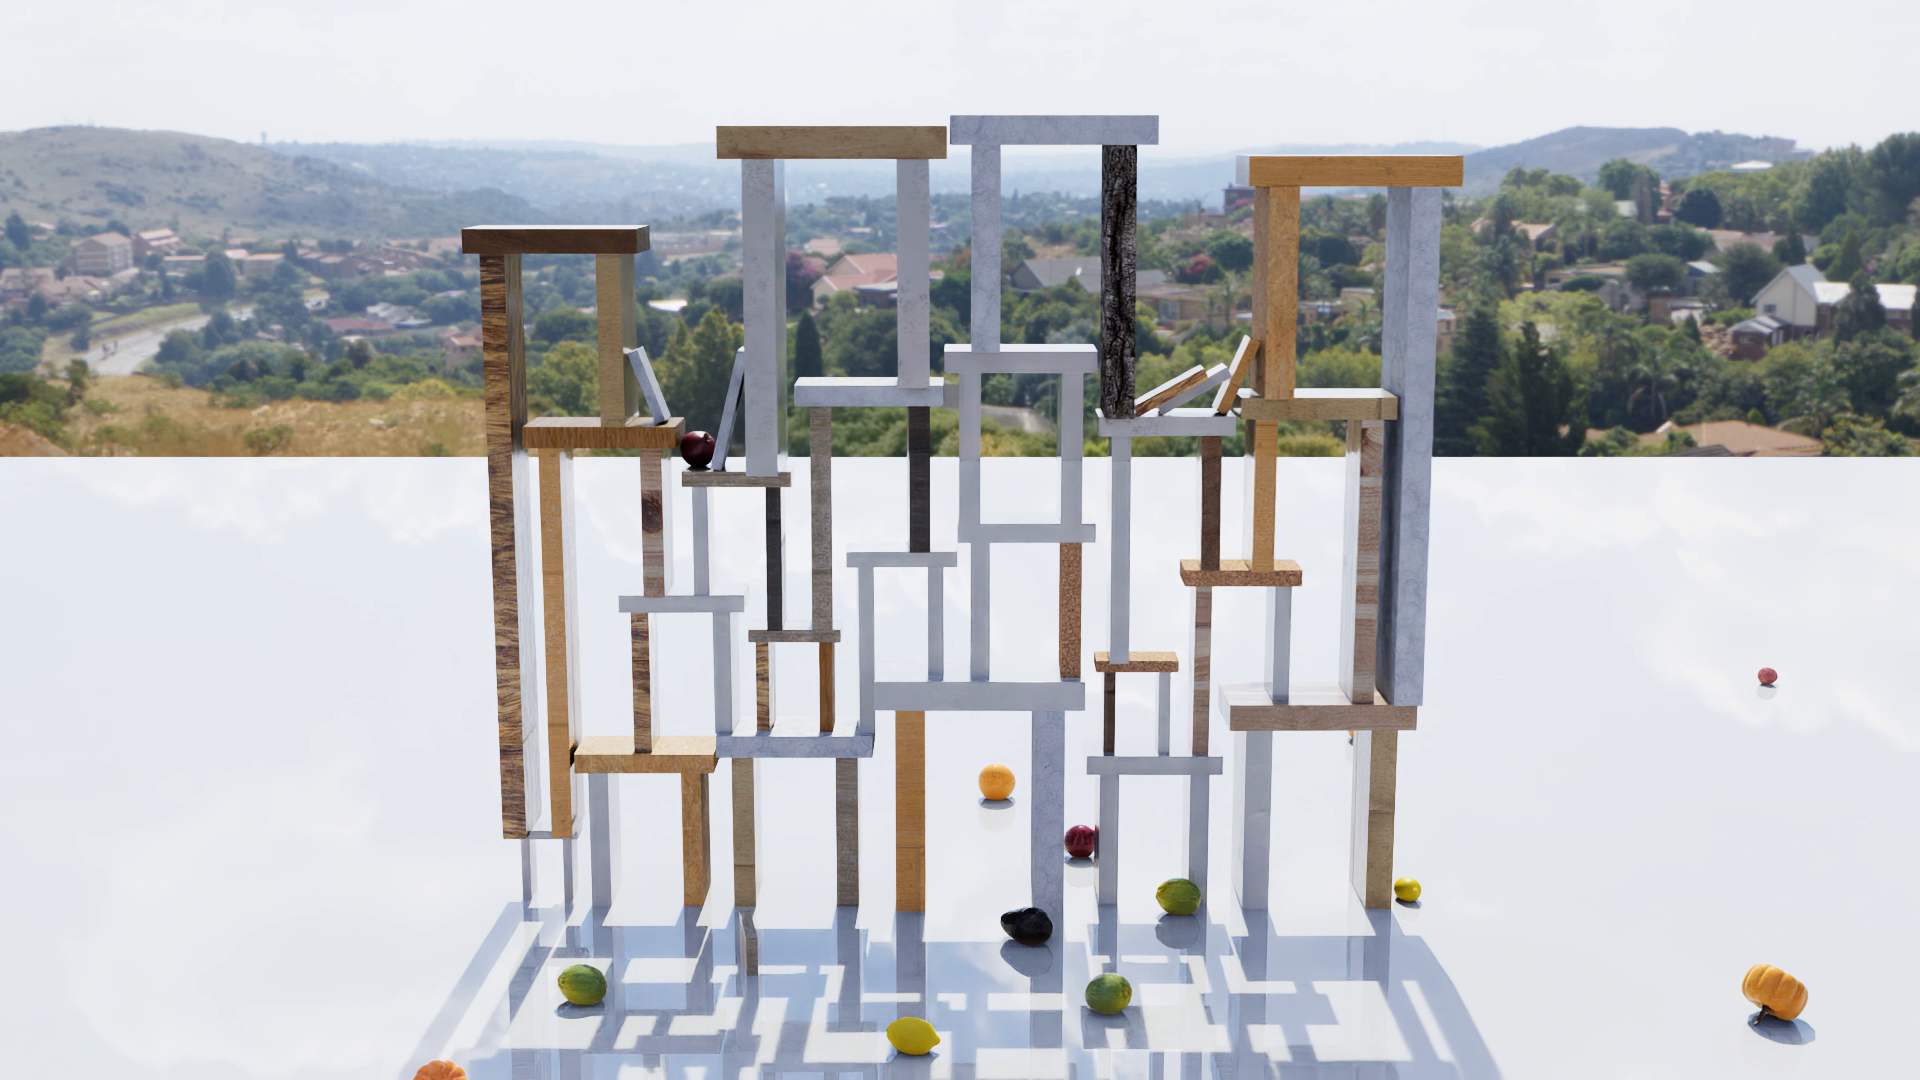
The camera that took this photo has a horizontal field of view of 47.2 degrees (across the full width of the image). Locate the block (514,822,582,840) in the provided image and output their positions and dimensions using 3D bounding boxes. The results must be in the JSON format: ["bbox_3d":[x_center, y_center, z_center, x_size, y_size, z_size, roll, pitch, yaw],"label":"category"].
[{"bbox_3d":[-0.682,0.481,3.648,0.104,0.015,0.052,0,11,0],"label":"block"}]

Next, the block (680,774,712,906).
[{"bbox_3d":[-0.437,0.480,3.645,0.032,0.226,0.113,0,11,0],"label":"block"}]

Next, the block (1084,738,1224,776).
[{"bbox_3d":[0.317,0.357,3.628,0.221,0.031,0.111,0,11,0],"label":"block"}]

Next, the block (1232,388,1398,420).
[{"bbox_3d":[0.564,-0.218,3.515,0.246,0.035,0.123,0,11,0],"label":"block"}]

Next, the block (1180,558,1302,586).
[{"bbox_3d":[0.455,0.053,3.572,0.188,0.027,0.094,0,11,0],"label":"block"}]

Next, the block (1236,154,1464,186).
[{"bbox_3d":[0.607,-0.580,3.450,0.328,0.046,0.164,0,11,0],"label":"block"}]

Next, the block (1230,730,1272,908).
[{"bbox_3d":[0.483,0.441,3.644,0.043,0.301,0.151,0,11,0],"label":"block"}]

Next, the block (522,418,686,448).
[{"bbox_3d":[-0.568,-0.172,3.523,0.240,0.034,0.120,0,11,0],"label":"block"}]

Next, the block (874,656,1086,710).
[{"bbox_3d":[0.032,0.235,3.602,0.338,0.048,0.169,0,11,0],"label":"block"}]

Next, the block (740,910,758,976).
[{"bbox_3d":[-0.323,0.616,3.365,0.017,0.060,0.120,-2,11,-10],"label":"block"}]

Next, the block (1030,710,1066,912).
[{"bbox_3d":[0.145,0.424,3.637,0.048,0.338,0.169,0,11,0],"label":"block"}]

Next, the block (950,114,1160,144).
[{"bbox_3d":[0.144,-0.642,3.444,0.319,0.045,0.159,0,11,-1],"label":"block"}]

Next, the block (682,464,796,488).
[{"bbox_3d":[-0.356,-0.104,3.540,0.175,0.025,0.087,0,11,0],"label":"block"}]

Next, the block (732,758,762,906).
[{"bbox_3d":[-0.352,0.466,3.646,0.036,0.253,0.126,0,11,0],"label":"block"}]

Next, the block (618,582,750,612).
[{"bbox_3d":[-0.448,0.094,3.578,0.202,0.029,0.101,0,11,-1],"label":"block"}]

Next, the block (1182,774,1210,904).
[{"bbox_3d":[0.390,0.481,3.651,0.031,0.221,0.111,0,11,0],"label":"block"}]

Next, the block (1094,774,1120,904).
[{"bbox_3d":[0.243,0.480,3.654,0.031,0.221,0.111,0,11,-1],"label":"block"}]

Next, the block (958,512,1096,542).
[{"bbox_3d":[0.106,-0.021,3.554,0.221,0.031,0.110,0,11,0],"label":"block"}]

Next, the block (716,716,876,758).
[{"bbox_3d":[-0.268,0.324,3.620,0.253,0.036,0.126,0,11,0],"label":"block"}]

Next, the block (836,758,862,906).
[{"bbox_3d":[-0.184,0.466,3.646,0.036,0.253,0.126,0,11,0],"label":"block"}]

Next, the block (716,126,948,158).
[{"bbox_3d":[-0.197,-0.623,3.441,0.352,0.050,0.176,0,11,-1],"label":"block"}]

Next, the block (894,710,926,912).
[{"bbox_3d":[-0.080,0.424,3.637,0.048,0.338,0.169,0,11,0],"label":"block"}]

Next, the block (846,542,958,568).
[{"bbox_3d":[-0.094,0.023,3.565,0.178,0.025,0.089,0,11,-2],"label":"block"}]

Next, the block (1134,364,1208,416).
[{"bbox_3d":[0.334,-0.238,3.500,0.126,0.018,0.063,-29,9,5],"label":"block"}]

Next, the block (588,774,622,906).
[{"bbox_3d":[-0.588,0.480,3.645,0.032,0.226,0.113,0,11,0],"label":"block"}]

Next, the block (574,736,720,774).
[{"bbox_3d":[-0.513,0.353,3.621,0.226,0.032,0.113,0,11,0],"label":"block"}]

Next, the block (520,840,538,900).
[{"bbox_3d":[-0.717,0.539,3.658,0.015,0.104,0.052,0,11,0],"label":"block"}]

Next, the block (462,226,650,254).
[{"bbox_3d":[-0.635,-0.475,3.468,0.271,0.038,0.135,0,11,1],"label":"block"}]

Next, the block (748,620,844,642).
[{"bbox_3d":[-0.267,0.148,3.590,0.149,0.021,0.075,0,11,0],"label":"block"}]

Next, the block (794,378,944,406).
[{"bbox_3d":[-0.144,-0.238,3.525,0.235,0.033,0.117,0,11,0],"label":"block"}]

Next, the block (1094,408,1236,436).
[{"bbox_3d":[0.328,-0.189,3.530,0.217,0.031,0.108,0,11,0],"label":"block"}]

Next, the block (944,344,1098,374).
[{"bbox_3d":[0.096,-0.290,3.508,0.240,0.034,0.120,0,11,0],"label":"block"}]

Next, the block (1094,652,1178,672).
[{"bbox_3d":[0.288,0.199,3.601,0.134,0.019,0.067,0,11,1],"label":"block"}]

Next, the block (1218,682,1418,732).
[{"bbox_3d":[0.584,0.272,3.611,0.301,0.043,0.151,0,11,-1],"label":"block"}]

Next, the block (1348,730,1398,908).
[{"bbox_3d":[0.684,0.441,3.643,0.043,0.302,0.151,0,11,0],"label":"block"}]

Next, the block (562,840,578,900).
[{"bbox_3d":[-0.648,0.539,3.658,0.015,0.104,0.052,0,11,0],"label":"block"}]
